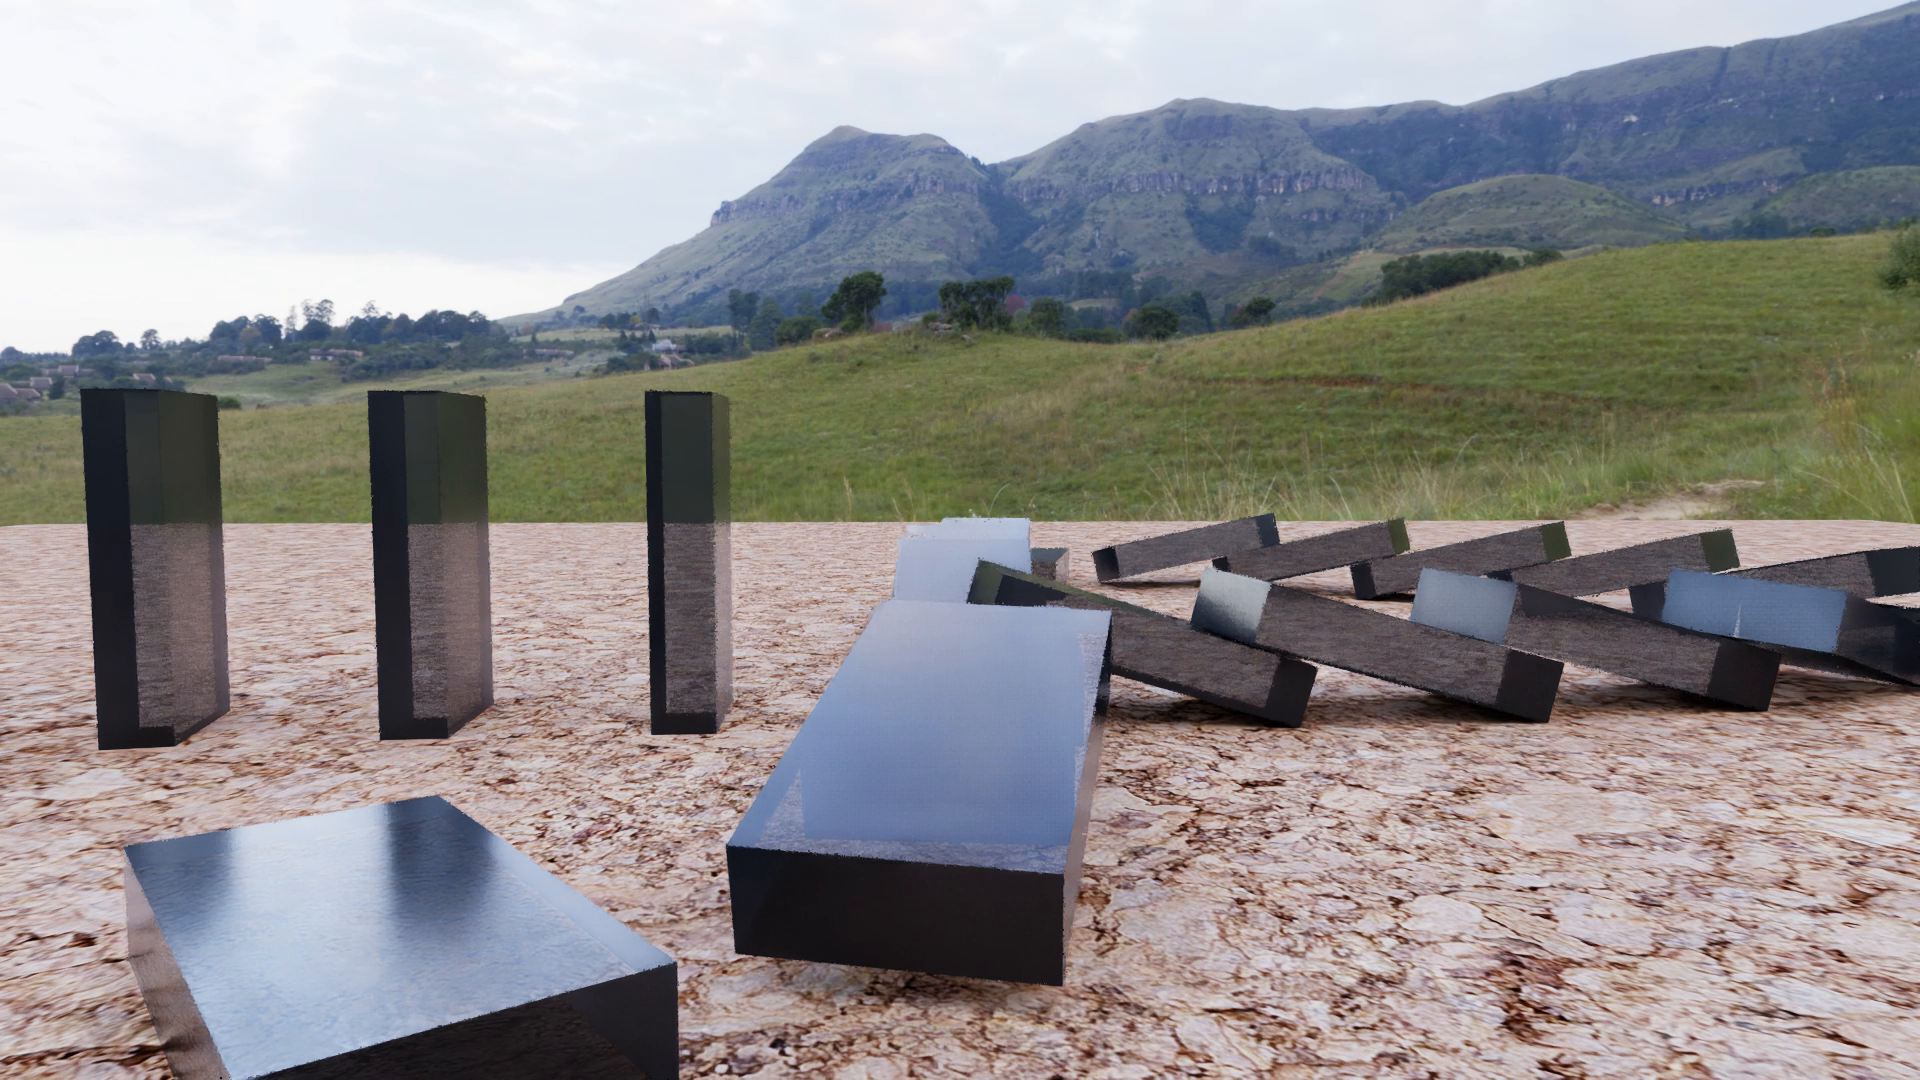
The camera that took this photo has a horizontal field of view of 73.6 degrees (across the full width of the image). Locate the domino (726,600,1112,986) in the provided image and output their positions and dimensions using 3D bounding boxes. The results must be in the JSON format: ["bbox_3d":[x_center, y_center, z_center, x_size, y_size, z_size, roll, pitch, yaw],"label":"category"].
[{"bbox_3d":[0.000,0.020,0.117,0.025,0.009,0.050,2,19,10],"label":"domino"}]

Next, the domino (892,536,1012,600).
[{"bbox_3d":[-0.001,0.012,0.268,0.025,0.009,0.050,0,19,0],"label":"domino"}]

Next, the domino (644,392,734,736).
[{"bbox_3d":[-0.041,0.003,0.199,0.009,0.050,0.025,0,4,-5],"label":"domino"}]

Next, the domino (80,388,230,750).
[{"bbox_3d":[-0.118,0.003,0.190,0.009,0.050,0.025,-1,4,-14],"label":"domino"}]

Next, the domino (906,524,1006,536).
[{"bbox_3d":[-0.001,0.009,0.307,0.025,0.009,0.050,0,19,1],"label":"domino"}]

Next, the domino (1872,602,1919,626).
[{"bbox_3d":[0.186,0.020,0.241,0.025,0.009,0.050,-1,5,-18],"label":"domino"}]

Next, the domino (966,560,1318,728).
[{"bbox_3d":[0.027,0.016,0.201,0.050,0.009,0.025,17,2,-8],"label":"domino"}]

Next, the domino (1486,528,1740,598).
[{"bbox_3d":[0.161,0.008,0.318,0.025,0.010,0.050,-4,-9,-45],"label":"domino"}]

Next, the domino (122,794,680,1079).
[{"bbox_3d":[-0.043,0.031,0.094,0.025,0.009,0.050,-3,5,-38],"label":"domino"}]

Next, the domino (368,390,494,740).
[{"bbox_3d":[-0.080,0.003,0.195,0.010,0.050,0.025,0,4,-6],"label":"domino"}]

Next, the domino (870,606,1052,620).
[{"bbox_3d":[0.000,0.021,0.143,0.025,0.009,0.050,0,19,4],"label":"domino"}]

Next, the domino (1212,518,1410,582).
[{"bbox_3d":[0.101,0.004,0.368,0.050,0.009,0.025,-14,-3,29],"label":"domino"}]

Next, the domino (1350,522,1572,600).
[{"bbox_3d":[0.134,0.006,0.345,0.050,0.010,0.025,-16,-6,38],"label":"domino"}]

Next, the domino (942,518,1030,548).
[{"bbox_3d":[0.005,0.006,0.345,0.025,0.010,0.050,0,18,6],"label":"domino"}]

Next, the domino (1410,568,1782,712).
[{"bbox_3d":[0.103,0.016,0.210,0.050,0.009,0.025,14,1,-14],"label":"domino"}]

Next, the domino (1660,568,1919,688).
[{"bbox_3d":[0.143,0.015,0.217,0.050,0.009,0.025,13,-2,-39],"label":"domino"}]

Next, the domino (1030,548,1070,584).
[{"bbox_3d":[0.018,0.009,0.384,0.025,0.010,0.050,1,4,9],"label":"domino"}]

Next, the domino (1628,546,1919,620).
[{"bbox_3d":[0.179,0.011,0.283,0.025,0.009,0.050,-3,-9,-32],"label":"domino"}]

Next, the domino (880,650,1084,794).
[{"bbox_3d":[0.004,0.024,0.182,0.025,0.009,0.050,0,4,3],"label":"domino"}]

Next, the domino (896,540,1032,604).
[{"bbox_3d":[0.001,0.013,0.235,0.025,0.009,0.050,0,21,0],"label":"domino"}]

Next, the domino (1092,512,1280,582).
[{"bbox_3d":[0.068,0.002,0.388,0.050,0.009,0.025,-11,-3,-10],"label":"domino"}]

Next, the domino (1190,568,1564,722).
[{"bbox_3d":[0.065,0.016,0.203,0.050,0.009,0.025,15,1,-12],"label":"domino"}]
